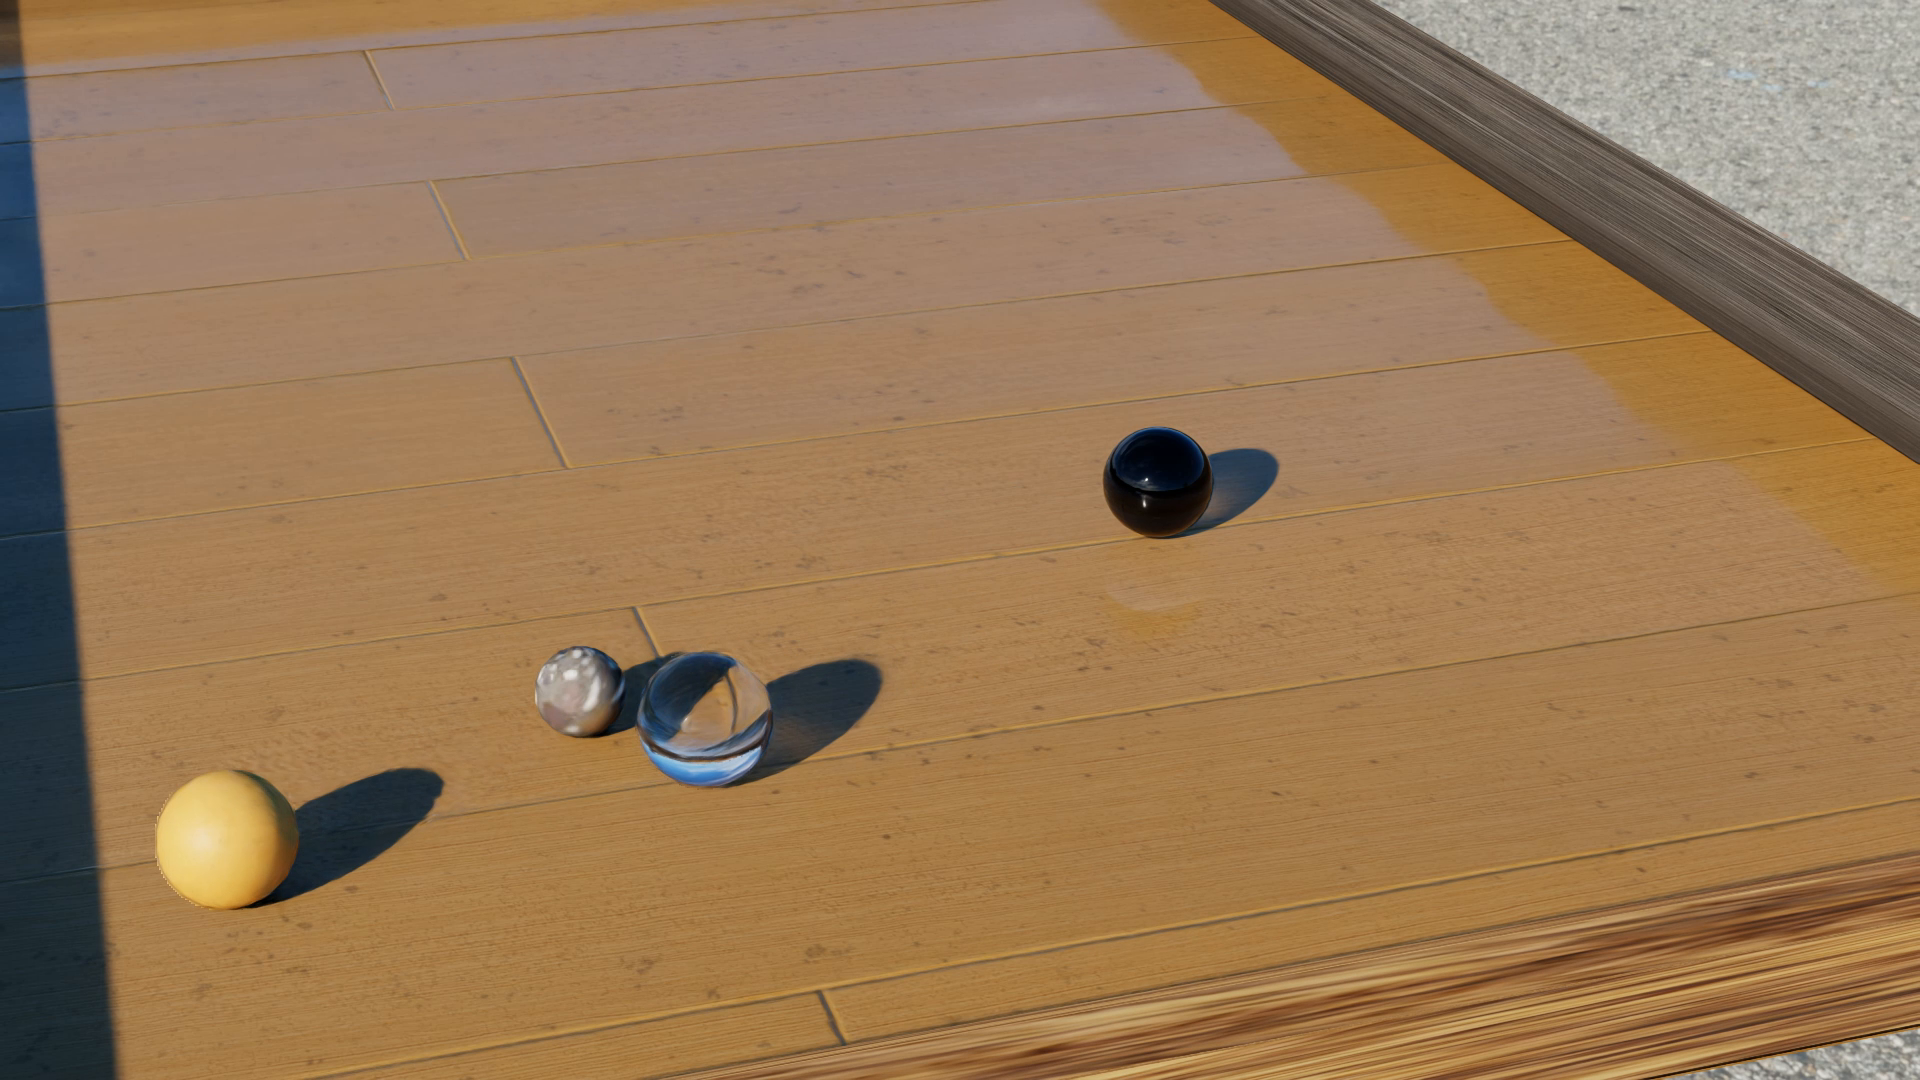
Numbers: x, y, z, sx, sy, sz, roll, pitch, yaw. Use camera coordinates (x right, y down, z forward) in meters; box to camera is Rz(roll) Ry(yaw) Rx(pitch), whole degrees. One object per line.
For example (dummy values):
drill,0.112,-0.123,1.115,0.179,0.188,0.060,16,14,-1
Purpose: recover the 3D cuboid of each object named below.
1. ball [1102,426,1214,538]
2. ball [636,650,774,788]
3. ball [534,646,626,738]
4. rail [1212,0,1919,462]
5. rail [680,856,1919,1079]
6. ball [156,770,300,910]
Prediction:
ball,0.144,-0.042,2.142,0.081,0.081,0.081,0,25,0
ball,-0.157,0.110,1.810,0.084,0.084,0.084,0,25,0
ball,-0.241,0.097,1.870,0.058,0.058,0.058,0,25,0
rail,0.512,-0.387,2.847,0.045,0.109,2.714,-8,26,-16
rail,0.196,0.244,1.490,1.547,0.109,0.045,-8,26,-16
ball,-0.419,0.171,1.684,0.080,0.080,0.080,0,25,0
